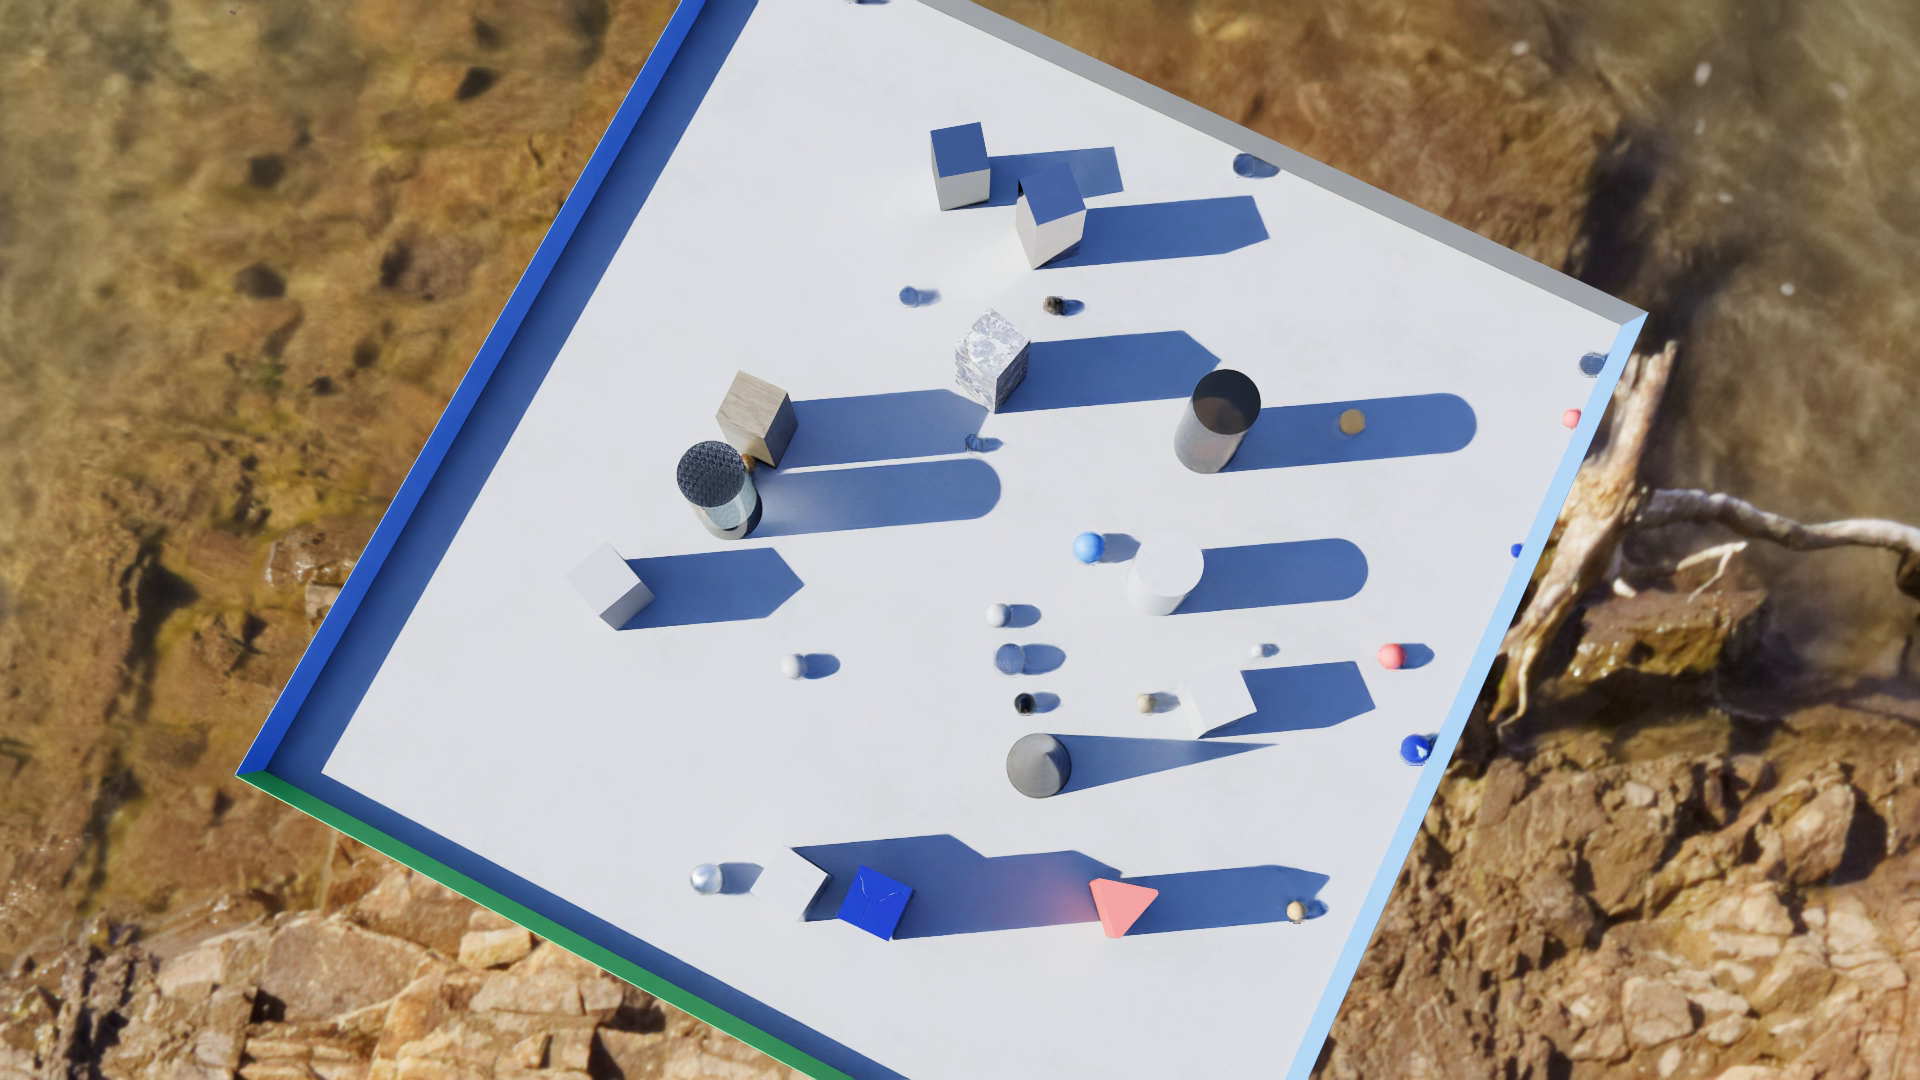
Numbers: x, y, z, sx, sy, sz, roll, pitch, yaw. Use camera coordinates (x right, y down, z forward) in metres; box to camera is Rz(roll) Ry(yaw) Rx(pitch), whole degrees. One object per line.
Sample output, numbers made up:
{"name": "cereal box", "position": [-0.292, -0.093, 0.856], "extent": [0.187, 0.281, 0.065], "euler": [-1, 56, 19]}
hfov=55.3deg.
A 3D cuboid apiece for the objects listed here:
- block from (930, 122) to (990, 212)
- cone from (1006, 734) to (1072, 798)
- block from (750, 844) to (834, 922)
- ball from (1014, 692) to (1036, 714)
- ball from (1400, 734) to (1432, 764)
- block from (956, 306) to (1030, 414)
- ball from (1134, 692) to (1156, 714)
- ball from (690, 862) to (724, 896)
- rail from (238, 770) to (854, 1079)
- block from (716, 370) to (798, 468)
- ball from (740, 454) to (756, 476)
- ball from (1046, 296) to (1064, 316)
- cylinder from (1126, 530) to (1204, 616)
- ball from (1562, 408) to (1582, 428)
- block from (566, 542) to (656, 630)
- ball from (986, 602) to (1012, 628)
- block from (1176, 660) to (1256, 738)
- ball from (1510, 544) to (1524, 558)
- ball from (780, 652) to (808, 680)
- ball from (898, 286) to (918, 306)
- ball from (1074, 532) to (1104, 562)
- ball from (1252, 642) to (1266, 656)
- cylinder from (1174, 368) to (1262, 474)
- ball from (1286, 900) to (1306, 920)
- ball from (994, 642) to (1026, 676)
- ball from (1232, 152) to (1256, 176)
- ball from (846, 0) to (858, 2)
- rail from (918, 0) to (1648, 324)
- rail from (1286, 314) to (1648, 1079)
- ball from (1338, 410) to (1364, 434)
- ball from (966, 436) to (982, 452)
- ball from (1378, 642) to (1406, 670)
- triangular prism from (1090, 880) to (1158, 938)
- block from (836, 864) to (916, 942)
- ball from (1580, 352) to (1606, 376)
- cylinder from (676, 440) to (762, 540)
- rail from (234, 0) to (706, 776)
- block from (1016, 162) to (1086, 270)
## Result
{"name": "block", "position": [0.000, -1.163, 5.719], "extent": [0.157, 0.270, 0.157], "euler": [-11, 79, -2]}
{"name": "cone", "position": [0.236, 0.629, 5.255], "extent": [0.196, 0.452, 0.196], "euler": [0, 78, 0]}
{"name": "block", "position": [-0.479, 0.987, 5.262], "extent": [0.157, 0.293, 0.157], "euler": [32, 80, 6]}
{"name": "ball", "position": [0.193, 0.489, 5.482], "extent": [0.066, 0.066, 0.066], "euler": [0, 78, 0]}
{"name": "ball", "position": [1.353, 0.620, 5.442], "extent": [0.090, 0.090, 0.090], "euler": [0, 78, 0]}
{"name": "block", "position": [0.097, -0.538, 5.533], "extent": [0.157, 0.382, 0.157], "euler": [39, 81, 7]}
{"name": "ball", "position": [0.554, 0.488, 5.483], "extent": [0.064, 0.064, 0.064], "euler": [0, 78, 0]}
{"name": "ball", "position": [-0.739, 0.994, 5.361], "extent": [0.098, 0.098, 0.098], "euler": [0, 78, 0]}
{"name": "rail", "position": [-0.696, 1.370, 5.267], "extent": [3.154, 0.127, 0.045], "euler": [26, 80, 5]}
{"name": "block", "position": [-0.606, -0.357, 5.500], "extent": [0.157, 0.372, 0.157], "euler": [24, 79, 5]}
{"name": "ball", "position": [-0.661, -0.229, 5.628], "extent": [0.071, 0.071, 0.071], "euler": [0, 78, 0]}
{"name": "ball", "position": [0.296, -0.733, 5.739], "extent": [0.058, 0.058, 0.058], "euler": [0, 78, 0]}
{"name": "cylinder", "position": [0.601, 0.101, 5.420], "extent": [0.196, 0.343, 0.196], "euler": [0, 78, 0]}
{"name": "ball", "position": [1.892, -0.375, 5.663], "extent": [0.061, 0.061, 0.061], "euler": [0, 78, 0]}
{"name": "block", "position": [-1.034, 0.140, 5.443], "extent": [0.157, 0.283, 0.157], "euler": [-40, 81, -8]}
{"name": "ball", "position": [0.117, 0.228, 5.530], "extent": [0.076, 0.076, 0.076], "euler": [0, 78, 0]}
{"name": "block", "position": [0.750, 0.473, 5.391], "extent": [0.157, 0.251, 0.157], "euler": [-21, 79, -4]}
{"name": "ball", "position": [1.700, 0.033, 5.586], "extent": [0.046, 0.046, 0.046], "euler": [0, 78, 0]}
{"name": "ball", "position": [-0.498, 0.378, 5.497], "extent": [0.080, 0.080, 0.080], "euler": [0, 78, 0]}
{"name": "ball", "position": [-0.160, -0.764, 5.743], "extent": [0.063, 0.063, 0.063], "euler": [0, 78, 0]}
{"name": "ball", "position": [0.392, 0.022, 5.563], "extent": [0.096, 0.096, 0.096], "euler": [0, 78, 0]}
{"name": "ball", "position": [0.900, 0.331, 5.526], "extent": [0.042, 0.042, 0.042], "euler": [0, 78, 0]}
{"name": "cylinder", "position": [0.760, -0.346, 5.450], "extent": [0.196, 0.467, 0.196], "euler": [0, 78, 0]}
{"name": "ball", "position": [0.985, 1.085, 5.363], "extent": [0.058, 0.058, 0.058], "euler": [0, 78, 0]}
{"name": "ball", "position": [0.151, 0.358, 5.493], "extent": [0.098, 0.098, 0.098], "euler": [0, 78, 0]}
{"name": "ball", "position": [0.902, -1.193, 5.825], "extent": [0.075, 0.075, 0.075], "euler": [0, 78, 0]}
{"name": "ball", "position": [-0.351, -1.791, 5.940], "extent": [0.093, 0.093, 0.093], "euler": [0, 78, 0]}
{"name": "rail", "position": [0.696, -1.356, 5.831], "extent": [3.154, 0.127, 0.045], "euler": [26, 80, 5]}
{"name": "rail", "position": [1.389, 0.687, 5.408], "extent": [0.045, 0.127, 3.160], "euler": [26, 80, 5]}
{"name": "ball", "position": [1.206, -0.363, 5.652], "extent": [0.077, 0.077, 0.077], "euler": [0, 78, 0]}
{"name": "ball", "position": [0.046, -0.296, 5.652], "extent": [0.050, 0.050, 0.050], "euler": [0, 78, 0]}
{"name": "ball", "position": [1.296, 0.349, 5.503], "extent": [0.082, 0.082, 0.082], "euler": [0, 78, 0]}
{"name": "triangular prism", "position": [0.436, 1.022, 5.231], "extent": [0.147, 0.340, 0.170], "euler": [41, 81, 8]}
{"name": "block", "position": [-0.234, 1.033, 5.208], "extent": [0.157, 0.382, 0.157], "euler": [24, 79, 5]}
{"name": "ball", "position": [1.964, -0.547, 5.691], "extent": [0.075, 0.075, 0.075], "euler": [0, 78, 0]}
{"name": "cylinder", "position": [-0.705, -0.141, 5.412], "extent": [0.196, 0.458, 0.196], "euler": [0, 78, 0]}
{"name": "rail", "position": [-1.389, -0.673, 5.690], "extent": [0.045, 0.127, 3.160], "euler": [26, 80, 5]}
{"name": "block", "position": [0.275, -0.988, 5.627], "extent": [0.157, 0.380, 0.157], "euler": [-19, 79, -4]}
